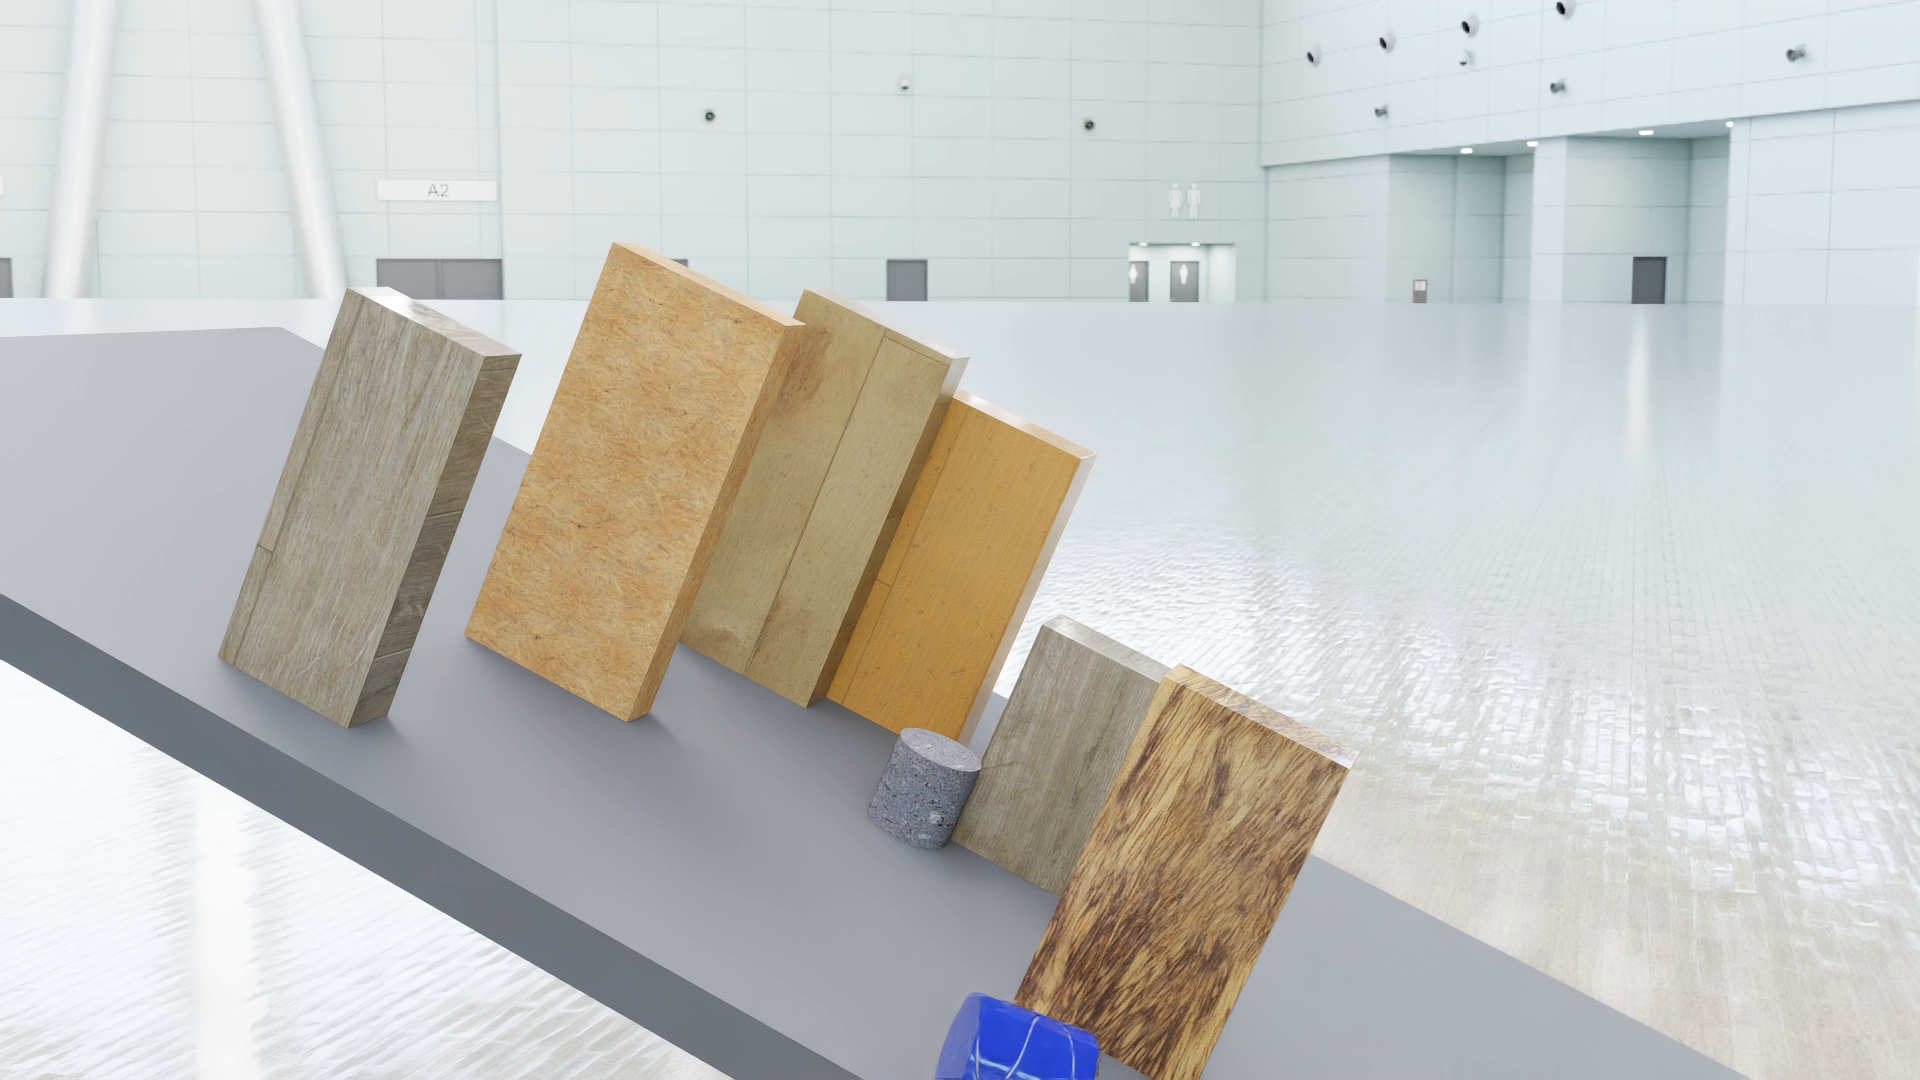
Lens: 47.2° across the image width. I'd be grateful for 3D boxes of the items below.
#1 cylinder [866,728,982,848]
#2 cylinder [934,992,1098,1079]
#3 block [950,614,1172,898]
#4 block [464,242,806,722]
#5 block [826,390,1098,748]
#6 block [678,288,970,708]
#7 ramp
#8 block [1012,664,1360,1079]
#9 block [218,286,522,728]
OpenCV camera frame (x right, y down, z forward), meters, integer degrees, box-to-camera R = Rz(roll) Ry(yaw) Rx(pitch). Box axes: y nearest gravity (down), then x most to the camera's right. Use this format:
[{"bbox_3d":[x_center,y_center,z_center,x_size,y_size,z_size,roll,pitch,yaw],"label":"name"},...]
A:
[{"bbox_3d":[-0.067,0.459,4.076,0.163,0.163,0.163,22,13,-5],"label":"cylinder"},{"bbox_3d":[0.077,0.756,3.117,0.180,0.180,0.180,21,4,-9],"label":"cylinder"},{"bbox_3d":[0.196,0.404,4.108,0.259,0.451,0.141,26,13,13],"label":"block"},{"bbox_3d":[-0.599,-0.104,4.008,0.361,0.790,0.095,26,13,13],"label":"block"},{"bbox_3d":[-0.008,0.071,4.548,0.315,0.688,0.134,26,13,13],"label":"block"},{"bbox_3d":[-0.295,-0.086,4.477,0.339,0.779,0.114,26,13,13],"label":"block"},{"bbox_3d":[-0.282,0.487,4.180,4.000,0.100,2.000,26,13,13],"label":"ramp"},{"bbox_3d":[0.357,0.541,3.512,0.317,0.601,0.124,26,13,13],"label":"block"},{"bbox_3d":[-0.947,-0.052,3.517,0.259,0.650,0.119,26,13,13],"label":"block"}]
